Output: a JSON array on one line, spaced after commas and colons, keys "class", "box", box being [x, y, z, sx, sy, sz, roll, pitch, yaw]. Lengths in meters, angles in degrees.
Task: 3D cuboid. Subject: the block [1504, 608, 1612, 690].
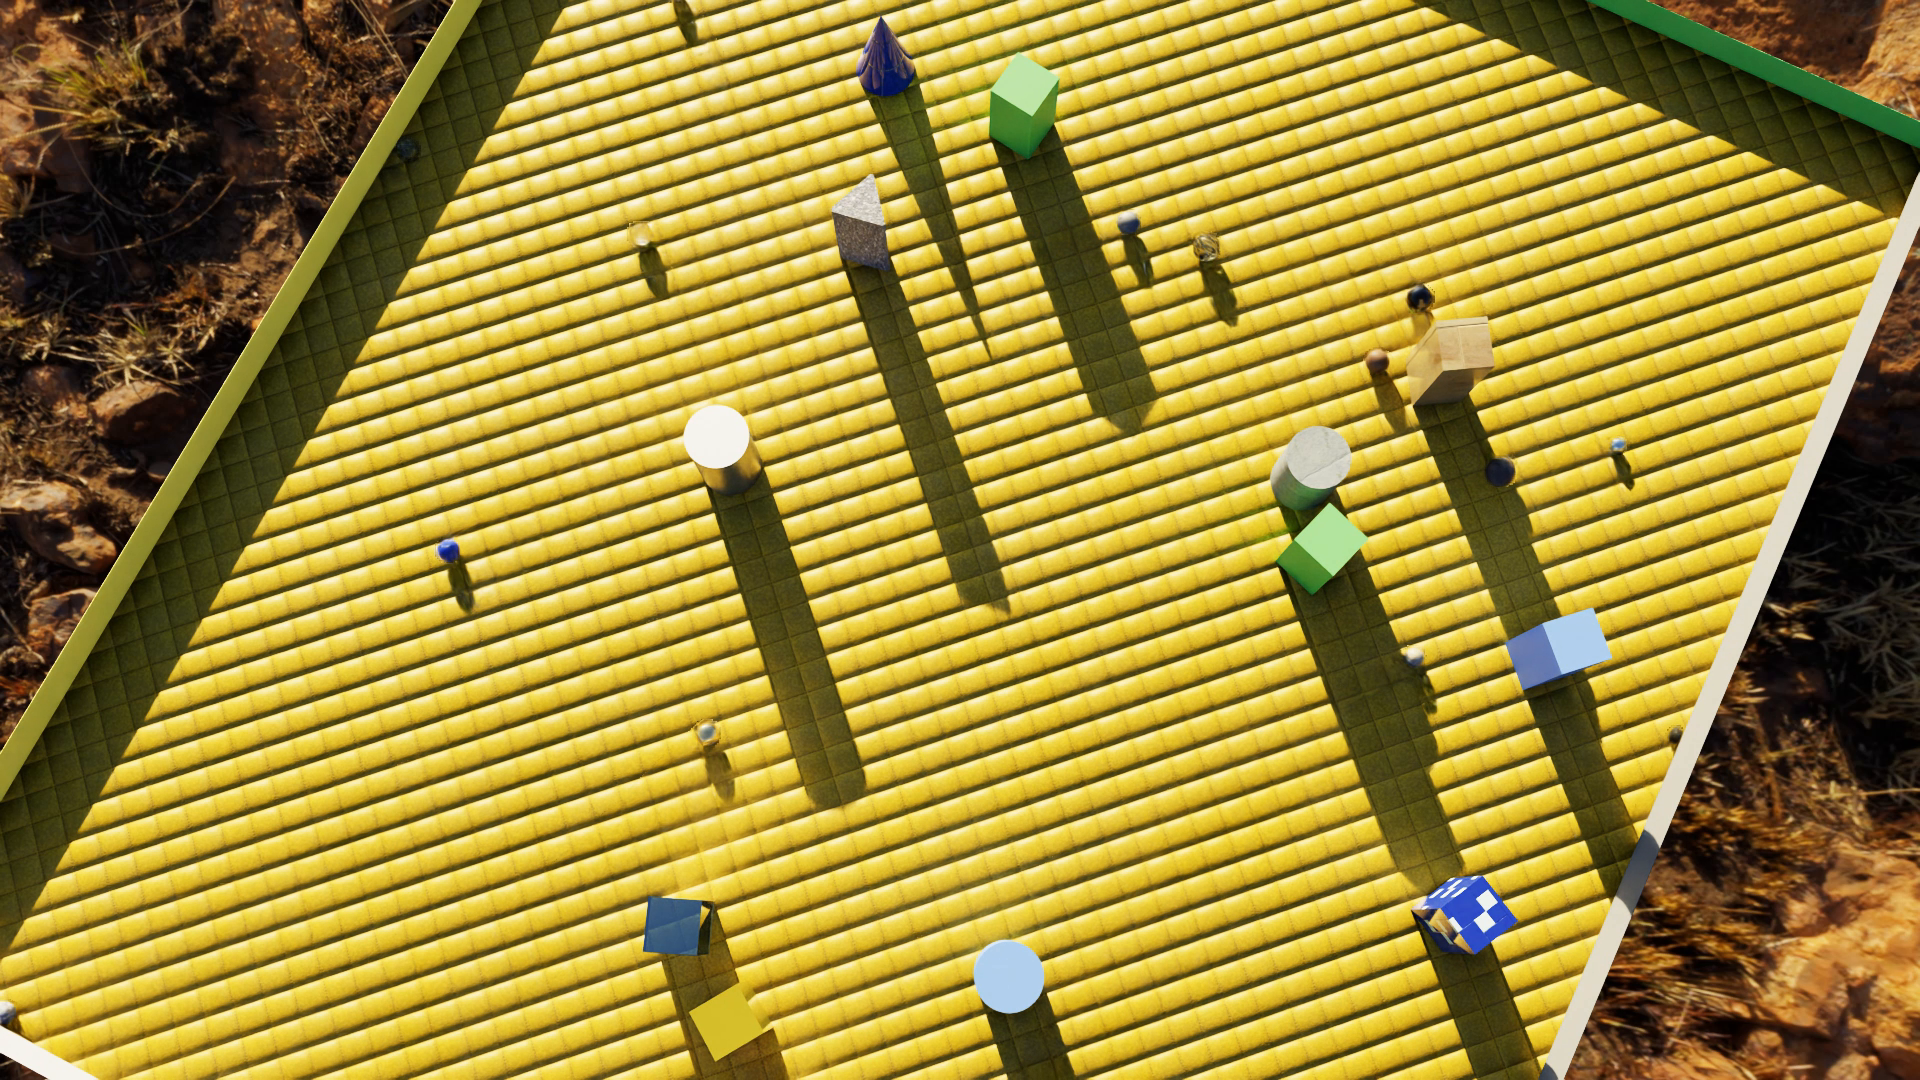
[{"class": "block", "box": [1.745, 0.322, 5.361, 0.152, 0.370, 0.152, -17, 79, -3]}]

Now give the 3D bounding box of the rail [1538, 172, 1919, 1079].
[{"class": "rail", "box": [1.968, 0.970, 5.352, 0.045, 0.124, 5.095, 26, 80, 5]}]

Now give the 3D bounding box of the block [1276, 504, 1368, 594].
[{"class": "block", "box": [1.072, 0.031, 5.444, 0.152, 0.325, 0.152, 44, 82, 8]}]

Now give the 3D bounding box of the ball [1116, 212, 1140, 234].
[{"class": "ball", "box": [0.529, -1.002, 5.787, 0.072, 0.072, 0.072, 0, 78, 0]}]

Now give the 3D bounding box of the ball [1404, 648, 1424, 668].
[{"class": "ball", "box": [1.366, 0.354, 5.512, 0.061, 0.061, 0.061, 0, 78, 0]}]

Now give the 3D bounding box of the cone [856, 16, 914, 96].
[{"class": "cone", "box": [-0.241, -1.561, 5.755, 0.190, 0.361, 0.190, 0, 78, 0]}]

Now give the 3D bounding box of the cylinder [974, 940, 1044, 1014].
[{"class": "cylinder", "box": [0.134, 1.227, 5.168, 0.190, 0.380, 0.190, 0, 78, 0]}]

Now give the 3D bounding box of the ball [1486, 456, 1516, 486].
[{"class": "ball", "box": [1.658, -0.211, 5.614, 0.089, 0.089, 0.089, 0, 78, 0]}]

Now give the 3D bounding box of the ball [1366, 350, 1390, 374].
[{"class": "ball", "box": [1.298, -0.553, 5.693, 0.075, 0.075, 0.075, 0, 78, 0]}]

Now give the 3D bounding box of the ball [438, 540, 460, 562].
[{"class": "ball", "box": [-1.555, 0.031, 5.576, 0.067, 0.067, 0.067, 0, 78, 0]}]

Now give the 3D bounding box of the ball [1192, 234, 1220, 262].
[{"class": "ball", "box": [0.775, -0.920, 5.763, 0.087, 0.087, 0.087, 0, 78, 0]}]

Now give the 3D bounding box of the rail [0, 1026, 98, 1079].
[{"class": "rail", "box": [-1.129, 2.217, 5.094, 4.449, 0.124, 0.045, 26, 80, 5]}]

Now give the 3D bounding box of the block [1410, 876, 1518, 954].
[{"class": "block", "box": [1.431, 1.068, 5.220, 0.152, 0.344, 0.152, -35, 81, -7]}]

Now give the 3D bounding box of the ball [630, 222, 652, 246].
[{"class": "ball", "box": [-1.006, -0.964, 5.779, 0.073, 0.073, 0.073, 0, 78, 0]}]

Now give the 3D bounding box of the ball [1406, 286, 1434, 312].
[{"class": "ball", "box": [1.436, -0.754, 5.730, 0.083, 0.083, 0.083, 0, 78, 0]}]

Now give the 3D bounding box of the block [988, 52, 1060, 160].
[{"class": "block", "box": [0.198, -1.354, 5.730, 0.152, 0.325, 0.152, 33, 80, 6]}]

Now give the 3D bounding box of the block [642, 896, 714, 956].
[{"class": "block", "box": [-0.805, 1.107, 5.255, 0.152, 0.259, 0.152, 4, 78, 1]}]

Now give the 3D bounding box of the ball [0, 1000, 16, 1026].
[{"class": "ball", "box": [-2.769, 1.368, 5.298, 0.069, 0.069, 0.069, 0, 78, 0]}]

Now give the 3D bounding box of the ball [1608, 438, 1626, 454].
[{"class": "ball", "box": [2.026, -0.292, 5.653, 0.047, 0.047, 0.047, 0, 78, 0]}]

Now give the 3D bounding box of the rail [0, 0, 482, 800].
[{"class": "rail", "box": [-1.968, -0.957, 5.750, 0.045, 0.124, 5.095, 26, 80, 5]}]

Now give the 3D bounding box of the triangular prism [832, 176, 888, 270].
[{"class": "triangular prism", "box": [-0.282, -0.981, 5.621, 0.165, 0.388, 0.143, 17, 79, 3]}]

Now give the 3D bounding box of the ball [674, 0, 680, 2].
[{"class": "ball", "box": [-0.922, -1.781, 5.954, 0.060, 0.060, 0.060, 0, 78, 0]}]

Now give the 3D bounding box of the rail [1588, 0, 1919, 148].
[{"class": "rail", "box": [1.129, -2.204, 6.008, 4.449, 0.124, 0.045, 26, 80, 5]}]

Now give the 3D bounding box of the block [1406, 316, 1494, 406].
[{"class": "block", "box": [1.475, -0.536, 5.535, 0.152, 0.377, 0.152, -5, 78, -1]}]

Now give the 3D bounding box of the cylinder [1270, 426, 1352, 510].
[{"class": "cylinder", "box": [1.052, -0.213, 5.511, 0.190, 0.292, 0.190, 0, 78, 0]}]

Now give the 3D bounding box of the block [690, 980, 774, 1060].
[{"class": "block", "box": [-0.646, 1.360, 5.197, 0.152, 0.271, 0.152, -30, 80, -6]}]

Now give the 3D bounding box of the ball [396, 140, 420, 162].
[{"class": "ball", "box": [-1.759, -1.239, 5.836, 0.072, 0.072, 0.072, 0, 78, 0]}]

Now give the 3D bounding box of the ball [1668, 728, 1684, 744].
[{"class": "ball", "box": [2.140, 0.585, 5.471, 0.048, 0.048, 0.048, 0, 78, 0]}]

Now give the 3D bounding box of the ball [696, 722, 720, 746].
[{"class": "ball", "box": [-0.754, 0.577, 5.461, 0.071, 0.071, 0.071, 0, 78, 0]}]

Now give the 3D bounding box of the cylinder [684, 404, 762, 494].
[{"class": "cylinder", "box": [-0.708, -0.266, 5.497, 0.190, 0.341, 0.190, 0, 78, 0]}]
